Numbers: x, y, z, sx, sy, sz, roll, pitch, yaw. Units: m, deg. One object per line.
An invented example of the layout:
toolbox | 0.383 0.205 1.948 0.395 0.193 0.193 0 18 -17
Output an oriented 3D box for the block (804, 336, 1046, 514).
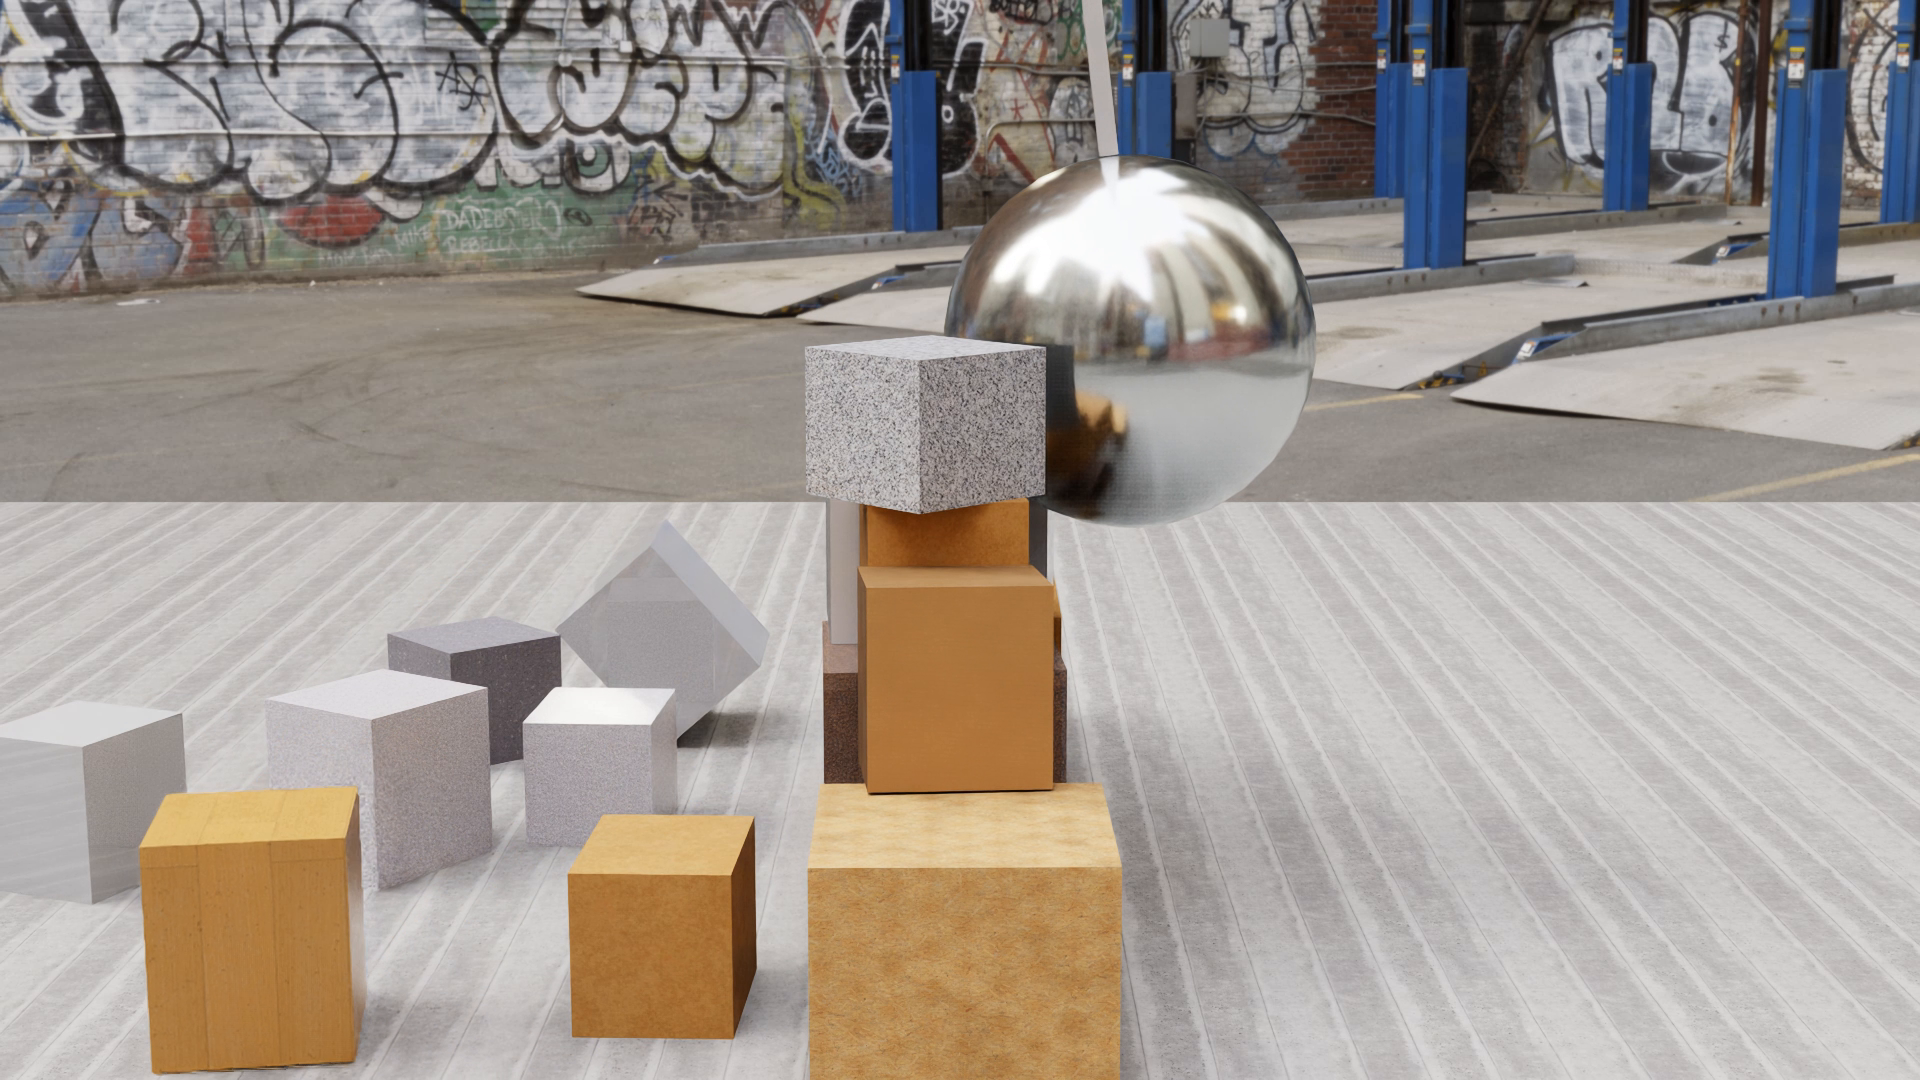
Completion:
block | -0.137 -0.472 10.179 0.680 0.587 0.666 -10 14 -43

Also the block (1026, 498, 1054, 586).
block | -0.017 0.047 11.918 0.876 0.706 0.776 1 13 4

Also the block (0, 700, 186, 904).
block | -3.863 1.145 11.318 0.588 0.698 0.647 4 11 22

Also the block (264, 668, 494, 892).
block | -2.610 1.065 11.559 0.670 0.770 0.705 7 12 33

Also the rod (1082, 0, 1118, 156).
rod | 0.315 -4.171 10.422 0.080 5.200 0.080 -7 10 1

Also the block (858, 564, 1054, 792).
block | -0.029 0.512 9.751 0.686 0.757 0.688 -1 6 -5

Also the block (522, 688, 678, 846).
block | -1.683 1.063 12.091 0.590 0.583 0.692 1 10 3

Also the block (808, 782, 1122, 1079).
block | 0.010 1.440 9.161 1.052 0.890 1.034 0 10 -1

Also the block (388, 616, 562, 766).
block | -2.539 0.797 13.448 0.655 0.620 0.638 -9 14 -41

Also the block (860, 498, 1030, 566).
block | -0.074 0.147 10.401 0.633 0.710 0.670 -1 10 -5

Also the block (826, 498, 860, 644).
block | -0.202 0.045 11.101 0.735 0.660 0.719 -1 10 -4

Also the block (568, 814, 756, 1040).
block | -1.119 1.460 9.776 0.598 0.630 0.759 0 10 2

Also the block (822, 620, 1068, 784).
block | -0.087 0.999 10.883 0.981 1.140 1.003 -1 10 -3

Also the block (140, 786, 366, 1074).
block | -2.580 1.415 9.438 0.704 0.832 0.697 -2 10 -9

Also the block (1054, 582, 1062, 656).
block | 0.001 0.755 12.687 0.958 0.975 0.999 0 10 0

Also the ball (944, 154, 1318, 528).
ball | 0.728 -0.851 11.026 1.600 1.600 1.600 0 10 0

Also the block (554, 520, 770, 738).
block | -1.586 0.493 13.812 0.676 0.855 0.827 -41 8 6
